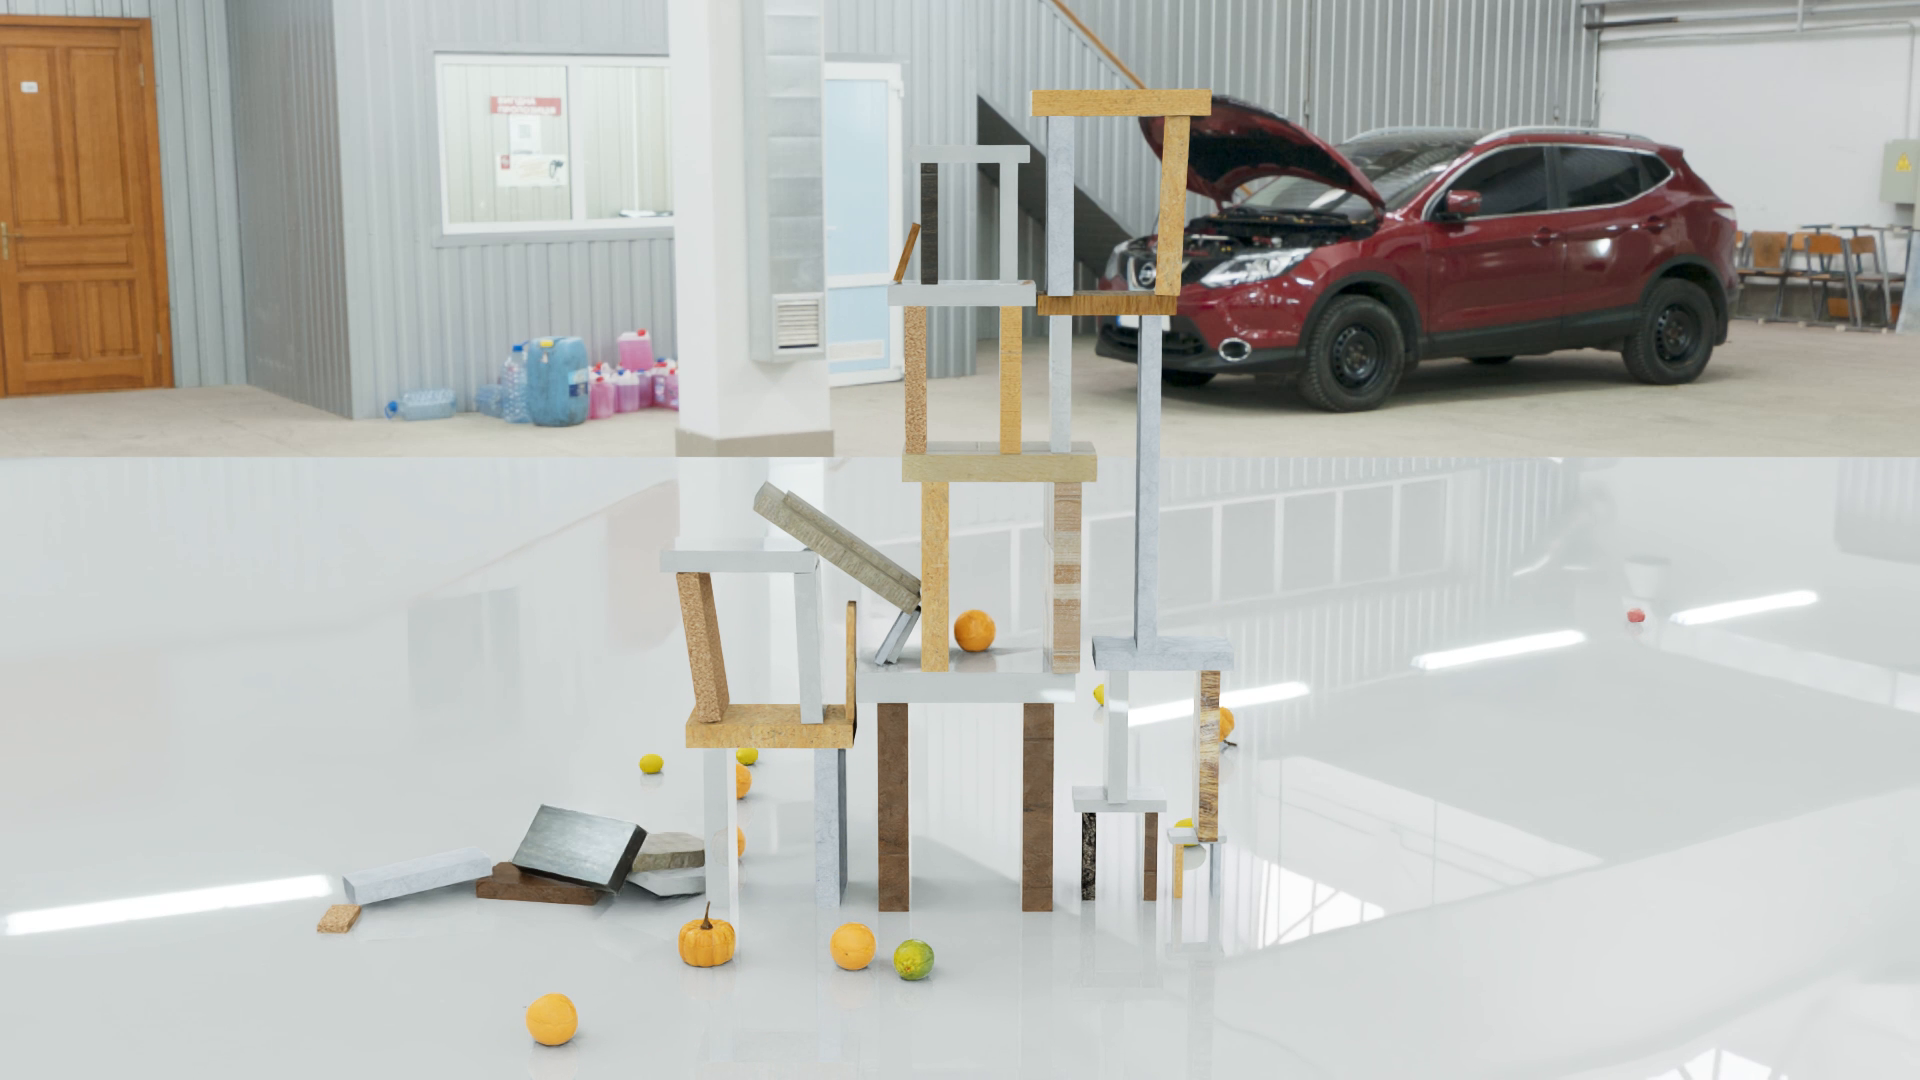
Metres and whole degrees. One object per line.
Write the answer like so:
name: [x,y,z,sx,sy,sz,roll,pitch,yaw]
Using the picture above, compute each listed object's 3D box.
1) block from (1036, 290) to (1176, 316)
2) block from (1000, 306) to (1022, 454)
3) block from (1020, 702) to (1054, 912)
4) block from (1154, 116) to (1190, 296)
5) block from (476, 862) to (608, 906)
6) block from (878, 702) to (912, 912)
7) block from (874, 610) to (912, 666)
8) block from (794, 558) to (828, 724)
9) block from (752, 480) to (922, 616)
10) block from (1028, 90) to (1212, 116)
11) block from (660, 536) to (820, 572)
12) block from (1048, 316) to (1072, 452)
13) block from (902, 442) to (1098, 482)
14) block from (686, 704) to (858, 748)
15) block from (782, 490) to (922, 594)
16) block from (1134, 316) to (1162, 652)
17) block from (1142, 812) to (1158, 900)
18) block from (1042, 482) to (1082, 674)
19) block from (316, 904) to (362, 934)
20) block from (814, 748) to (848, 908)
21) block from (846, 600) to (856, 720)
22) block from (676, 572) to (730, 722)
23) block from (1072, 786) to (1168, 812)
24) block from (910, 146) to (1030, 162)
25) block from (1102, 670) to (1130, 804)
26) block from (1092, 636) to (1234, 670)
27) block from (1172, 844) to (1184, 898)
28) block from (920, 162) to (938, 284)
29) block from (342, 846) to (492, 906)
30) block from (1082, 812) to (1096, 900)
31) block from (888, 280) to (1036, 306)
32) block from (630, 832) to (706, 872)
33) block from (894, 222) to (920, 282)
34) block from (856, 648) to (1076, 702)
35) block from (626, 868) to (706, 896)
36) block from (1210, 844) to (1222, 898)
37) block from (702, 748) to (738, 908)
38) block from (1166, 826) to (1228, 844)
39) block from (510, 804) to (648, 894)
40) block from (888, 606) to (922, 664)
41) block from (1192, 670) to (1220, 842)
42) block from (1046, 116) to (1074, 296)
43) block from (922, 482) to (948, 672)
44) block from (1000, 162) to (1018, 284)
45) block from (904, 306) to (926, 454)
block: [0.230,-0.376,3.486,0.217,0.031,0.108,0,11,0]
block: [0.080,-0.261,3.506,0.033,0.231,0.116,0,11,0]
block: [0.126,0.417,3.638,0.050,0.351,0.176,0,11,0]
block: [0.335,-0.528,3.467,0.039,0.274,0.137,3,11,5]
block: [-0.692,0.574,3.676,0.204,0.029,0.102,2,11,11]
block: [-0.108,0.417,3.638,0.050,0.351,0.176,0,11,0]
block: [-0.109,0.155,3.570,0.014,0.095,0.048,30,9,-6]
block: [-0.244,0.164,3.593,0.035,0.247,0.124,-2,11,1]
block: [-0.198,0.012,3.563,0.305,0.032,0.112,34,9,-10]
block: [0.247,-0.681,3.431,0.274,0.039,0.137,0,10,0]
block: [-0.356,0.023,3.569,0.248,0.035,0.124,0,11,0]
block: [0.160,-0.255,3.509,0.031,0.217,0.108,0,11,0]
block: [0.062,-0.126,3.531,0.307,0.043,0.153,0,11,0]
block: [-0.308,0.305,3.617,0.270,0.038,0.135,0,11,1]
block: [-0.174,0.003,3.559,0.263,0.013,0.047,35,8,-7]
block: [0.302,-0.095,3.537,0.031,0.541,0.108,0,11,1]
block: [0.315,0.515,3.658,0.022,0.152,0.076,0,11,1]
block: [0.164,0.048,3.553,0.043,0.307,0.153,-1,11,-4]
block: [-0.997,0.608,3.533,0.047,0.013,0.095,0,11,-1]
block: [-0.213,0.457,3.644,0.038,0.270,0.135,0,11,3]
block: [-0.178,0.195,3.590,0.014,0.188,0.048,1,11,1]
block: [-0.420,0.162,3.600,0.035,0.248,0.124,-7,10,3]
block: [0.263,0.429,3.642,0.152,0.022,0.076,0,11,0]
block: [0.015,-0.605,3.448,0.187,0.027,0.094,0,11,0]
block: [0.256,0.309,3.620,0.031,0.222,0.111,0,11,-1]
block: [0.330,0.185,3.596,0.222,0.031,0.111,0,11,0]
block: [0.362,0.543,3.662,0.013,0.095,0.047,0,11,0]
block: [-0.048,-0.500,3.468,0.027,0.187,0.094,0,11,0]
block: [-0.904,0.558,3.664,0.224,0.032,0.112,-10,6,-25]
block: [0.214,0.514,3.659,0.022,0.152,0.076,0,11,1]
block: [0.003,-0.391,3.482,0.231,0.033,0.116,0,11,0]
block: [-0.508,0.525,3.706,0.102,0.029,0.204,15,6,39]
block: [-0.084,-0.455,3.478,0.013,0.095,0.047,19,10,-4]
block: [0.009,0.220,3.602,0.351,0.050,0.175,0,11,0]
block: [-0.530,0.550,3.701,0.204,0.029,0.102,16,6,40]
block: [0.425,0.543,3.662,0.013,0.095,0.047,0,11,0]
block: [-0.396,0.457,3.646,0.038,0.270,0.135,0,11,0]
block: [0.393,0.491,3.650,0.095,0.013,0.047,0,11,-2]
block: [-0.630,0.510,3.636,0.224,0.112,0.032,5,-31,36]
block: [-0.091,0.152,3.584,0.014,0.095,0.048,27,9,-6]
block: [0.405,0.342,3.625,0.031,0.288,0.111,0,11,0]
block: [0.156,-0.527,3.460,0.039,0.275,0.137,0,11,0]
block: [-0.041,0.046,3.563,0.043,0.307,0.153,0,11,-1]
block: [0.077,-0.500,3.468,0.027,0.187,0.094,0,11,0]
block: [-0.070,-0.261,3.506,0.033,0.231,0.116,0,11,0]
